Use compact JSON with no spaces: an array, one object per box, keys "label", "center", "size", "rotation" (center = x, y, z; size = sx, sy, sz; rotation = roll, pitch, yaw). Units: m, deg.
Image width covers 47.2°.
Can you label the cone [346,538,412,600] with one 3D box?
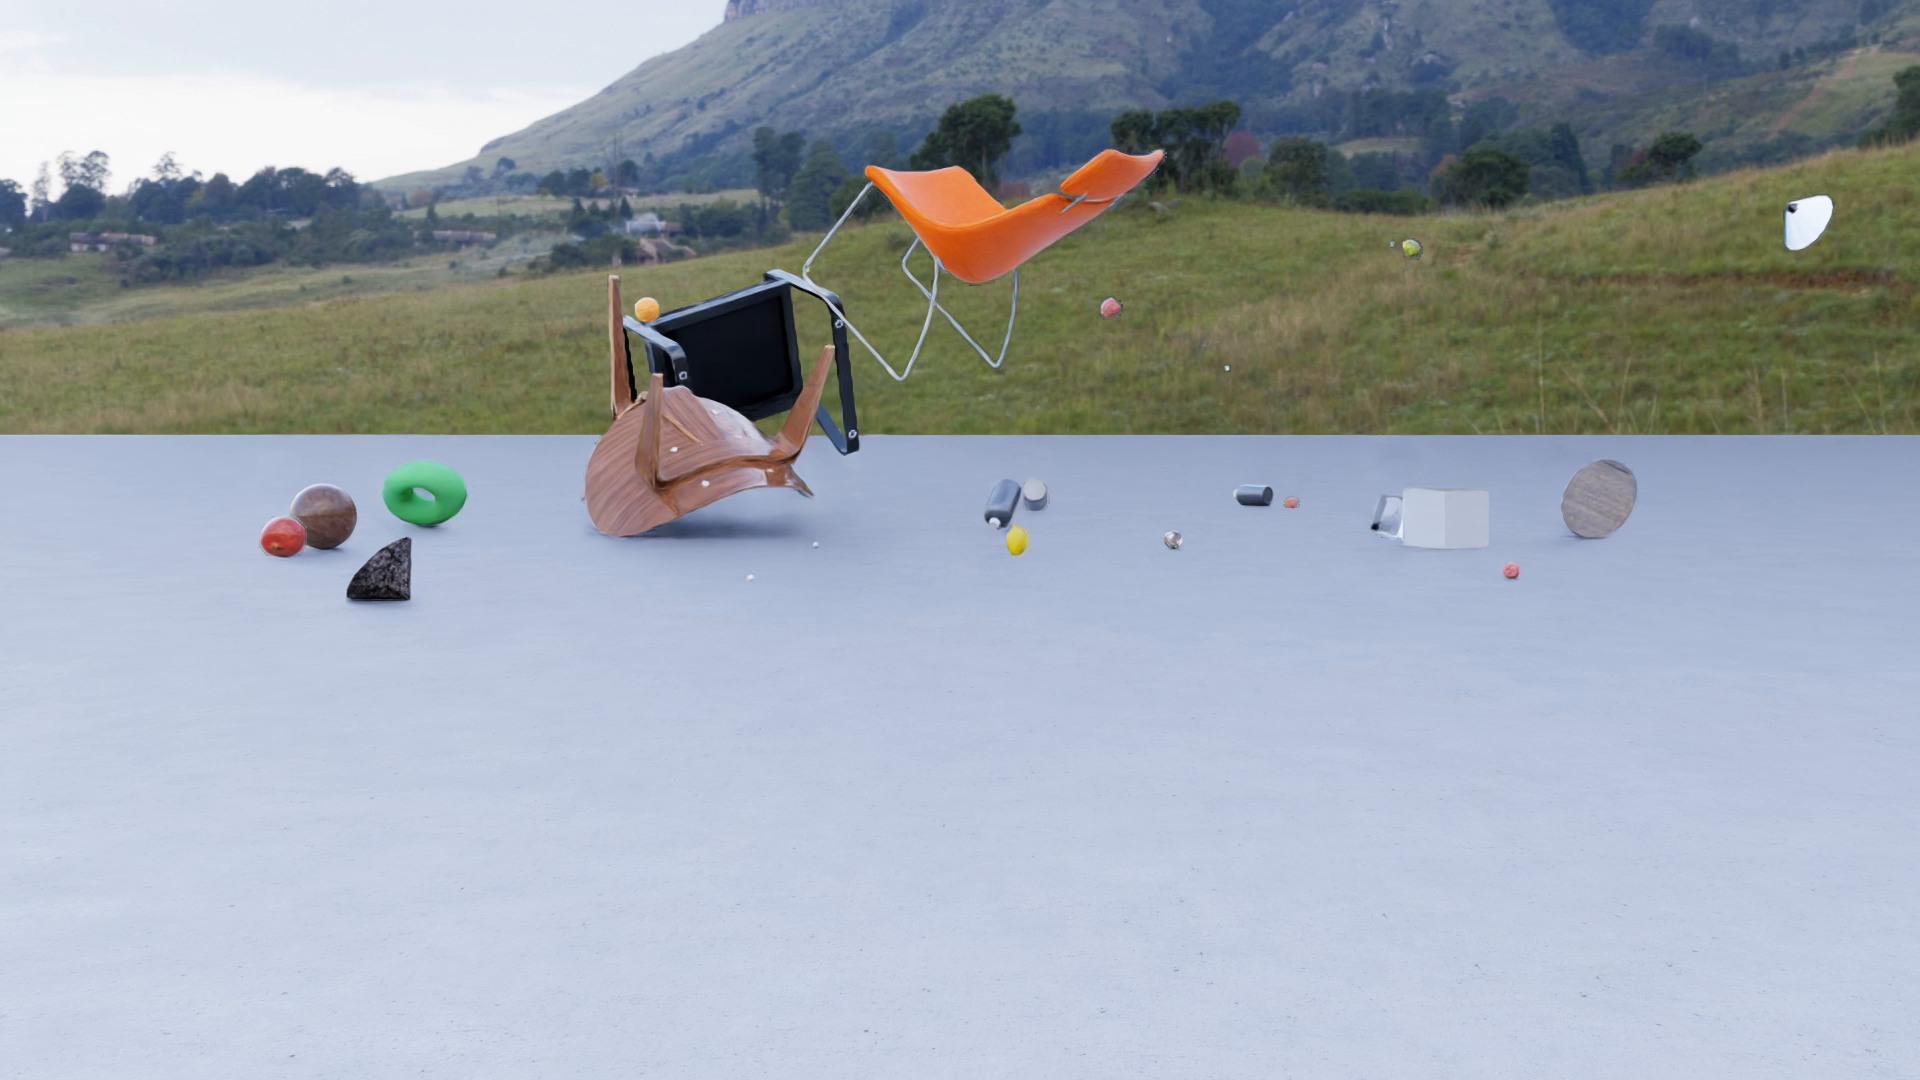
[{"label":"cone","center":[-1.206,0.094,4.689],"size":[0.178,0.097,0.185],"rotation":[-43,-8,-18]}]

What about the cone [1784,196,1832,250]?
[{"label":"cone","center":[1.806,-0.706,4.745],"size":[0.076,0.139,0.112],"rotation":[32,-11,-24]}]

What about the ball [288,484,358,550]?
[{"label":"ball","center":[-1.786,-0.066,6.166],"size":[0.185,0.185,0.185],"rotation":[0,4,0]}]

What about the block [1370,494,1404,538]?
[{"label":"block","center":[1.276,-0.068,6.459],"size":[0.067,0.111,0.110],"rotation":[19,-2,-19]}]

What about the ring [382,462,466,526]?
[{"label":"ring","center":[-1.740,-0.150,7.138],"size":[0.361,0.231,0.087],"rotation":[-15,34,39]}]

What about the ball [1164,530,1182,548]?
[{"label":"ball","center":[0.599,-0.001,6.188],"size":[0.052,0.052,0.052],"rotation":[0,4,0]}]

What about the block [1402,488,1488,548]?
[{"label":"block","center":[1.388,-0.064,6.289],"size":[0.157,0.162,0.184],"rotation":[-2,4,-27]}]

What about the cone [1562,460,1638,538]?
[{"label":"cone","center":[1.958,-0.074,6.769],"size":[0.204,0.272,0.273],"rotation":[29,-13,21]}]
